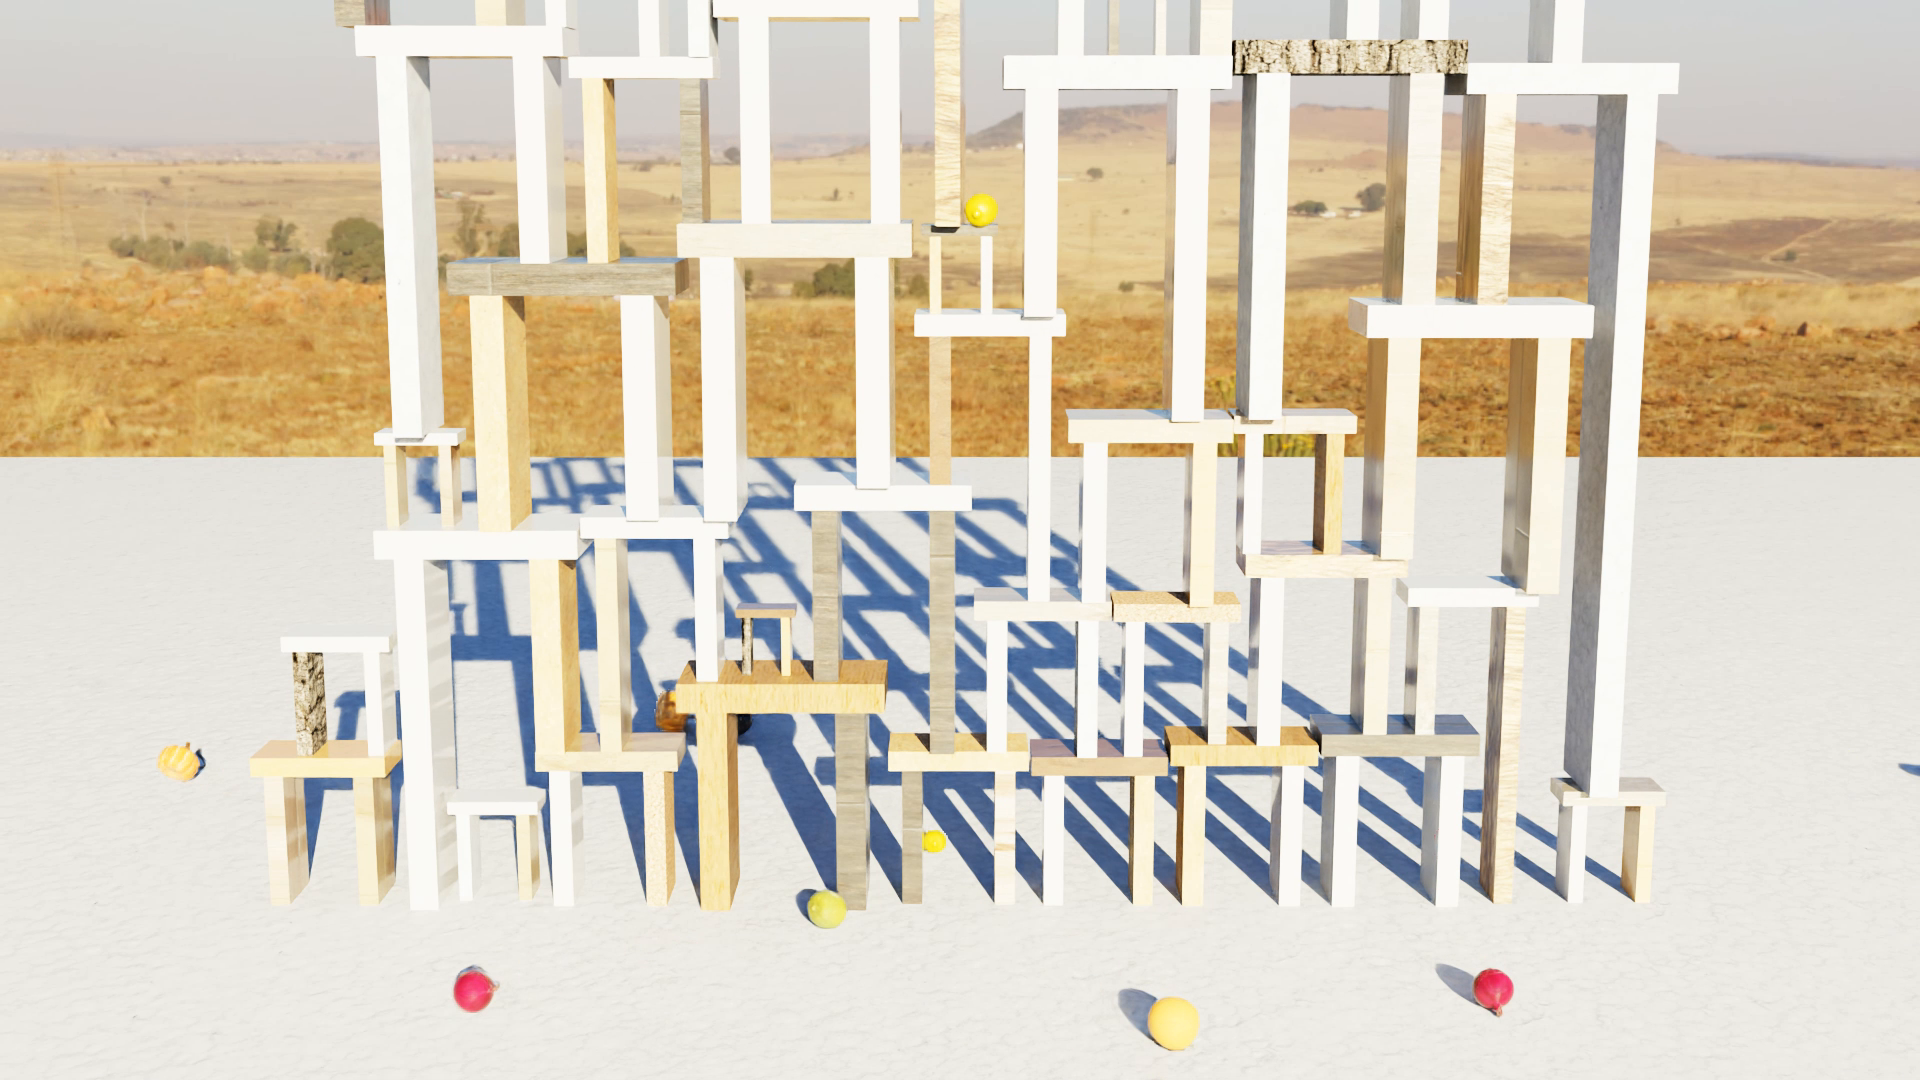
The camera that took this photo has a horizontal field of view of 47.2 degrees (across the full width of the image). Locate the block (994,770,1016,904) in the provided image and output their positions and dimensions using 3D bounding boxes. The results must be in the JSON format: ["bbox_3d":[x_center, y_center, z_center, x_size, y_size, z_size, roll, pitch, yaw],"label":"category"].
[{"bbox_3d":[0.074,0.477,3.653,0.032,0.228,0.114,0,11,0],"label":"block"}]

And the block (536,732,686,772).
[{"bbox_3d":[-0.574,0.349,3.622,0.229,0.033,0.115,0,11,0],"label":"block"}]

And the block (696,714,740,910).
[{"bbox_3d":[-0.399,0.426,3.639,0.047,0.333,0.167,0,11,0],"label":"block"}]

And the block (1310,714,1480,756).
[{"bbox_3d":[0.713,0.321,3.619,0.256,0.036,0.128,0,11,0],"label":"block"}]

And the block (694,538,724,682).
[{"bbox_3d":[-0.407,0.102,3.576,0.033,0.234,0.117,0,11,0],"label":"block"}]

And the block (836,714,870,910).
[{"bbox_3d":[-0.177,0.426,3.639,0.047,0.333,0.166,0,11,0],"label":"block"}]

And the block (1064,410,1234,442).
[{"bbox_3d":[0.300,-0.183,3.520,0.258,0.037,0.129,0,11,0],"label":"block"}]

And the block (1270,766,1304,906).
[{"bbox_3d":[0.541,0.473,3.648,0.034,0.239,0.119,0,11,0],"label":"block"}]

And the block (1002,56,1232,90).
[{"bbox_3d":[0.240,-0.726,3.420,0.346,0.049,0.173,0,11,0],"label":"block"}]

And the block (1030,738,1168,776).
[{"bbox_3d":[0.227,0.358,3.625,0.221,0.031,0.110,0,11,0],"label":"block"}]

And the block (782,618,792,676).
[{"bbox_3d":[-0.283,0.169,3.592,0.014,0.096,0.048,0,11,0],"label":"block"}]

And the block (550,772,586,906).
[{"bbox_3d":[-0.650,0.478,3.645,0.033,0.229,0.115,0,11,0],"label":"block"}]

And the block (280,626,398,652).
[{"bbox_3d":[-1.009,0.161,3.593,0.174,0.025,0.087,0,11,0],"label":"block"}]

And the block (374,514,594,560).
[{"bbox_3d":[-0.768,-0.006,3.561,0.321,0.046,0.161,0,11,0],"label":"block"}]

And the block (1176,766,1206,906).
[{"bbox_3d":[0.382,0.473,3.648,0.034,0.239,0.119,0,11,0],"label":"block"}]

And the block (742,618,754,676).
[{"bbox_3d":[-0.347,0.169,3.592,0.014,0.096,0.048,0,11,0],"label":"block"}]

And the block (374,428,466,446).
[{"bbox_3d":[-0.865,-0.166,3.525,0.131,0.019,0.066,0,11,0],"label":"block"}]

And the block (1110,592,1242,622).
[{"bbox_3d":[0.349,0.108,3.579,0.203,0.029,0.102,0,11,0],"label":"block"}]

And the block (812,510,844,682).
[{"bbox_3d":[-0.215,0.078,3.578,0.040,0.280,0.140,0,11,0],"label":"block"}]

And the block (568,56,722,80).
[{"bbox_3d":[-0.489,-0.735,3.427,0.221,0.031,0.110,0,11,1],"label":"block"}]

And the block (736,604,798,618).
[{"bbox_3d":[-0.315,0.115,3.582,0.096,0.014,0.048,0,11,0],"label":"block"}]

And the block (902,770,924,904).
[{"bbox_3d":[-0.078,0.477,3.653,0.032,0.228,0.114,0,11,0],"label":"block"}]

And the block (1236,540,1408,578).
[{"bbox_3d":[0.585,0.030,3.570,0.258,0.037,0.129,0,11,0],"label":"block"}]

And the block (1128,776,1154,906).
[{"bbox_3d":[0.300,0.482,3.648,0.031,0.221,0.110,0,11,0],"label":"block"}]

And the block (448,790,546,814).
[{"bbox_3d":[-0.767,0.434,3.644,0.148,0.021,0.074,0,11,0],"label":"block"}]

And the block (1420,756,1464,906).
[{"bbox_3d":[0.799,0.464,3.646,0.036,0.256,0.128,0,11,0],"label":"block"}]

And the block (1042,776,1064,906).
[{"bbox_3d":[0.153,0.482,3.648,0.031,0.221,0.110,0,11,0],"label":"block"}]

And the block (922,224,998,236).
[{"bbox_3d":[0.000,-0.489,3.464,0.121,0.017,0.060,0,11,0],"label":"block"}]

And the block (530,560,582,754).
[{"bbox_3d":[-0.660,0.174,3.595,0.046,0.321,0.161,0,10,0],"label":"block"}]

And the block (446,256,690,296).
[{"bbox_3d":[-0.617,-0.419,3.485,0.353,0.050,0.176,0,11,0],"label":"block"}]

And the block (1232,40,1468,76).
[{"bbox_3d":[0.594,-0.749,3.420,0.352,0.050,0.176,0,11,0],"label":"block"}]

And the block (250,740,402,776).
[{"bbox_3d":[-1.044,0.360,3.625,0.219,0.031,0.109,0,11,0],"label":"block"}]

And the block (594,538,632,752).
[{"bbox_3d":[-0.564,0.160,3.587,0.033,0.352,0.117,0,11,0],"label":"block"}]

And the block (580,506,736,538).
[{"bbox_3d":[-0.486,-0.030,3.551,0.234,0.033,0.117,0,11,0],"label":"block"}]

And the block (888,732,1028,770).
[{"bbox_3d":[-0.002,0.349,3.629,0.228,0.032,0.114,0,11,0],"label":"block"}]

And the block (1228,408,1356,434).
[{"bbox_3d":[0.531,-0.191,3.526,0.193,0.027,0.097,0,11,0],"label":"block"}]

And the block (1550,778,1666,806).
[{"bbox_3d":[1.070,0.415,3.634,0.166,0.024,0.083,0,11,0],"label":"block"}]

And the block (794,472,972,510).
[{"bbox_3d":[-0.122,-0.079,3.549,0.280,0.040,0.140,0,11,0],"label":"block"}]

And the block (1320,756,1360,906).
[{"bbox_3d":[0.628,0.464,3.646,0.036,0.256,0.128,0,11,0],"label":"block"}]

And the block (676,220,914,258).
[{"bbox_3d":[-0.255,-0.477,3.471,0.360,0.051,0.180,0,11,0],"label":"block"}]

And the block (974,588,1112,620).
[{"bbox_3d":[0.133,0.104,3.575,0.220,0.031,0.110,0,11,0],"label":"block"}]

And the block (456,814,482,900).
[{"bbox_3d":[-0.817,0.517,3.660,0.021,0.148,0.074,0,11,0],"label":"block"}]

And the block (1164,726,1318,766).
[{"bbox_3d":[0.461,0.339,3.623,0.239,0.034,0.119,0,11,0],"label":"block"}]

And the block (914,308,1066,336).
[{"bbox_3d":[0.047,-0.346,3.496,0.236,0.033,0.118,0,11,0],"label":"block"}]

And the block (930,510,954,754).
[{"bbox_3d":[-0.028,0.137,3.589,0.040,0.400,0.140,0,11,0],"label":"block"}]

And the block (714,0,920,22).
[{"bbox_3d":[-0.218,-0.829,3.408,0.310,0.044,0.155,0,11,1],"label":"block"}]

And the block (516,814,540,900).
[{"bbox_3d":[-0.718,0.517,3.660,0.021,0.148,0.074,0,11,0],"label":"block"}]

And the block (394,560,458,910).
[{"bbox_3d":[-0.875,0.303,3.619,0.046,0.583,0.161,0,11,0],"label":"block"}]

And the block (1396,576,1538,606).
[{"bbox_3d":[0.824,0.083,3.577,0.209,0.030,0.104,0,11,0],"label":"block"}]

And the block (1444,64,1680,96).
[{"bbox_3d":[0.935,-0.718,3.431,0.321,0.046,0.161,0,11,0],"label":"block"}]

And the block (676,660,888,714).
[{"bbox_3d":[-0.288,0.239,3.605,0.333,0.047,0.167,0,11,0],"label":"block"}]

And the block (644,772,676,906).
[{"bbox_3d":[-0.497,0.478,3.645,0.033,0.230,0.115,0,11,0],"label":"block"}]

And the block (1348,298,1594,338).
[{"bbox_3d":[0.806,-0.354,3.490,0.349,0.049,0.175,0,11,0],"label":"block"}]

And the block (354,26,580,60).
[{"bbox_3d":[-0.760,-0.771,3.412,0.313,0.044,0.157,0,11,0],"label":"block"}]
